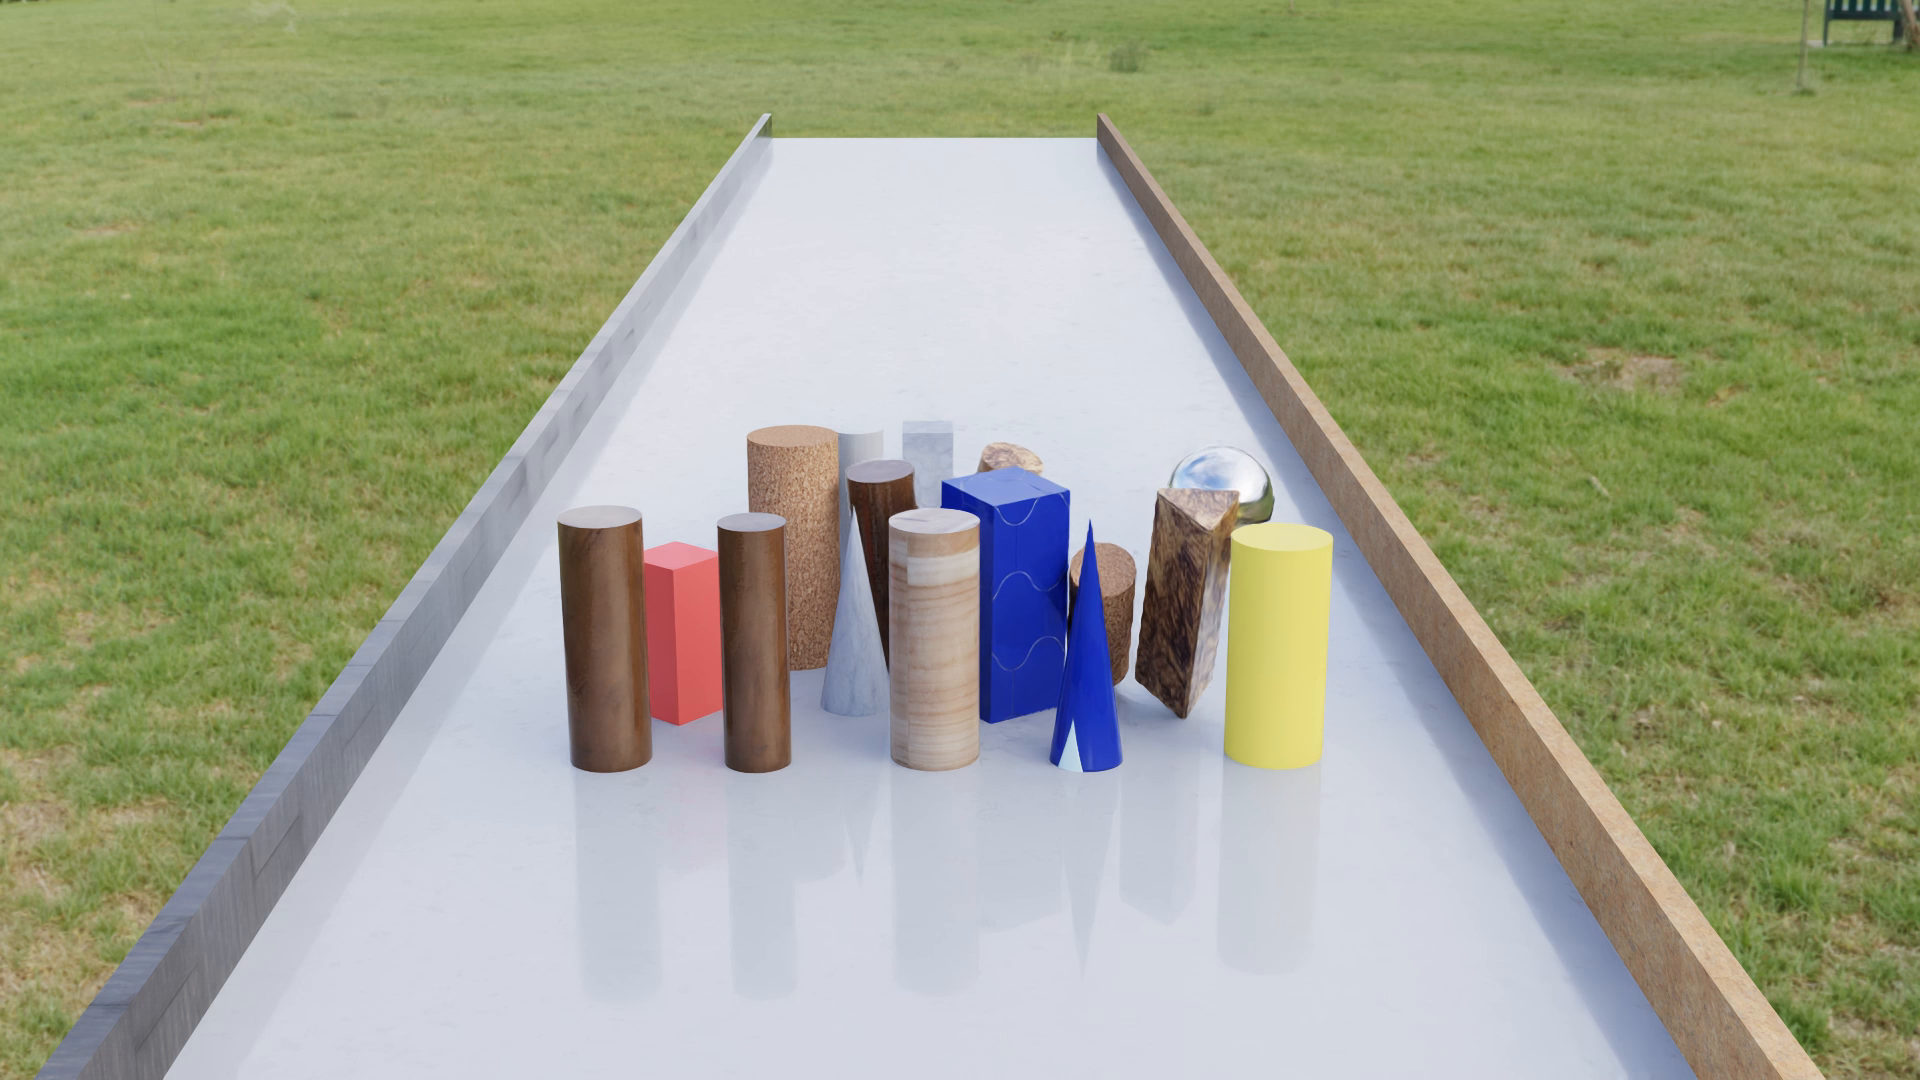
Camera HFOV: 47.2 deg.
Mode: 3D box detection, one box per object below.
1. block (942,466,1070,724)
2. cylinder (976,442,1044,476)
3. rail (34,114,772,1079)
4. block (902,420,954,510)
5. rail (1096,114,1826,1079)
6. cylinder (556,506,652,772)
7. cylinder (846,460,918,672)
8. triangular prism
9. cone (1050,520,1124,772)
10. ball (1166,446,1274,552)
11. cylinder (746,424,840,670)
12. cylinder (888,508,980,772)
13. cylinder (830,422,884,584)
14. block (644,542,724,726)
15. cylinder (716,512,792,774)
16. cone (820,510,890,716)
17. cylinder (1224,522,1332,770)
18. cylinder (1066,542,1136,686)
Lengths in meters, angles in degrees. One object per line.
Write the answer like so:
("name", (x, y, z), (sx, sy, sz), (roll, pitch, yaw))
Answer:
("block", (0.082, 0.101, 4.116), (0.170, 0.428, 0.170), (-12, 24, -32))
("cylinder", (0.049, 0.027, 4.332), (0.122, 0.445, 0.122), (11, 33, -8))
("rail", (-1.118, -0.838, 7.780), (0.050, 0.150, 12.000), (0, 17, -1))
("block", (-0.071, -0.081, 4.887), (0.111, 0.349, 0.111), (0, 17, -1))
("rail", (0.932, -0.844, 7.801), (0.050, 0.150, 12.000), (0, 17, -1))
("cylinder", (-0.622, 0.174, 3.860), (0.146, 0.447, 0.146), (0, 17, 0))
("cylinder", (-0.137, 0.051, 4.335), (0.132, 0.398, 0.132), (-5, 21, 2))
("triangular prism", (0.441, 0.104, 4.064), (0.129, 0.426, 0.149), (-19, 40, -29))
("cone", (0.225, 0.173, 3.856), (0.133, 0.449, 0.133), (0, 17, 0))
("ball", (0.486, -0.075, 4.121), (0.205, 0.205, 0.205), (0, 17, 0))
("cylinder", (-0.329, 0.014, 4.377), (0.179, 0.457, 0.179), (0, 17, 0))
("cylinder", (-0.045, 0.175, 3.874), (0.160, 0.435, 0.160), (0, 17, 0))
("cylinder", (-0.214, -0.032, 4.602), (0.111, 0.418, 0.111), (0, 17, 0))
("block", (-0.529, 0.173, 4.115), (0.132, 0.302, 0.132), (13, 21, 37))
("cylinder", (-0.359, 0.180, 3.846), (0.120, 0.441, 0.120), (0, 17, 0))
("cone", (-0.196, 0.124, 4.126), (0.140, 0.391, 0.140), (0, 17, 0))
("cylinder", (0.563, 0.186, 3.896), (0.176, 0.401, 0.176), (0, 17, 0))
("cylinder", (0.265, 0.147, 4.154), (0.122, 0.325, 0.122), (-1, 55, 1))
